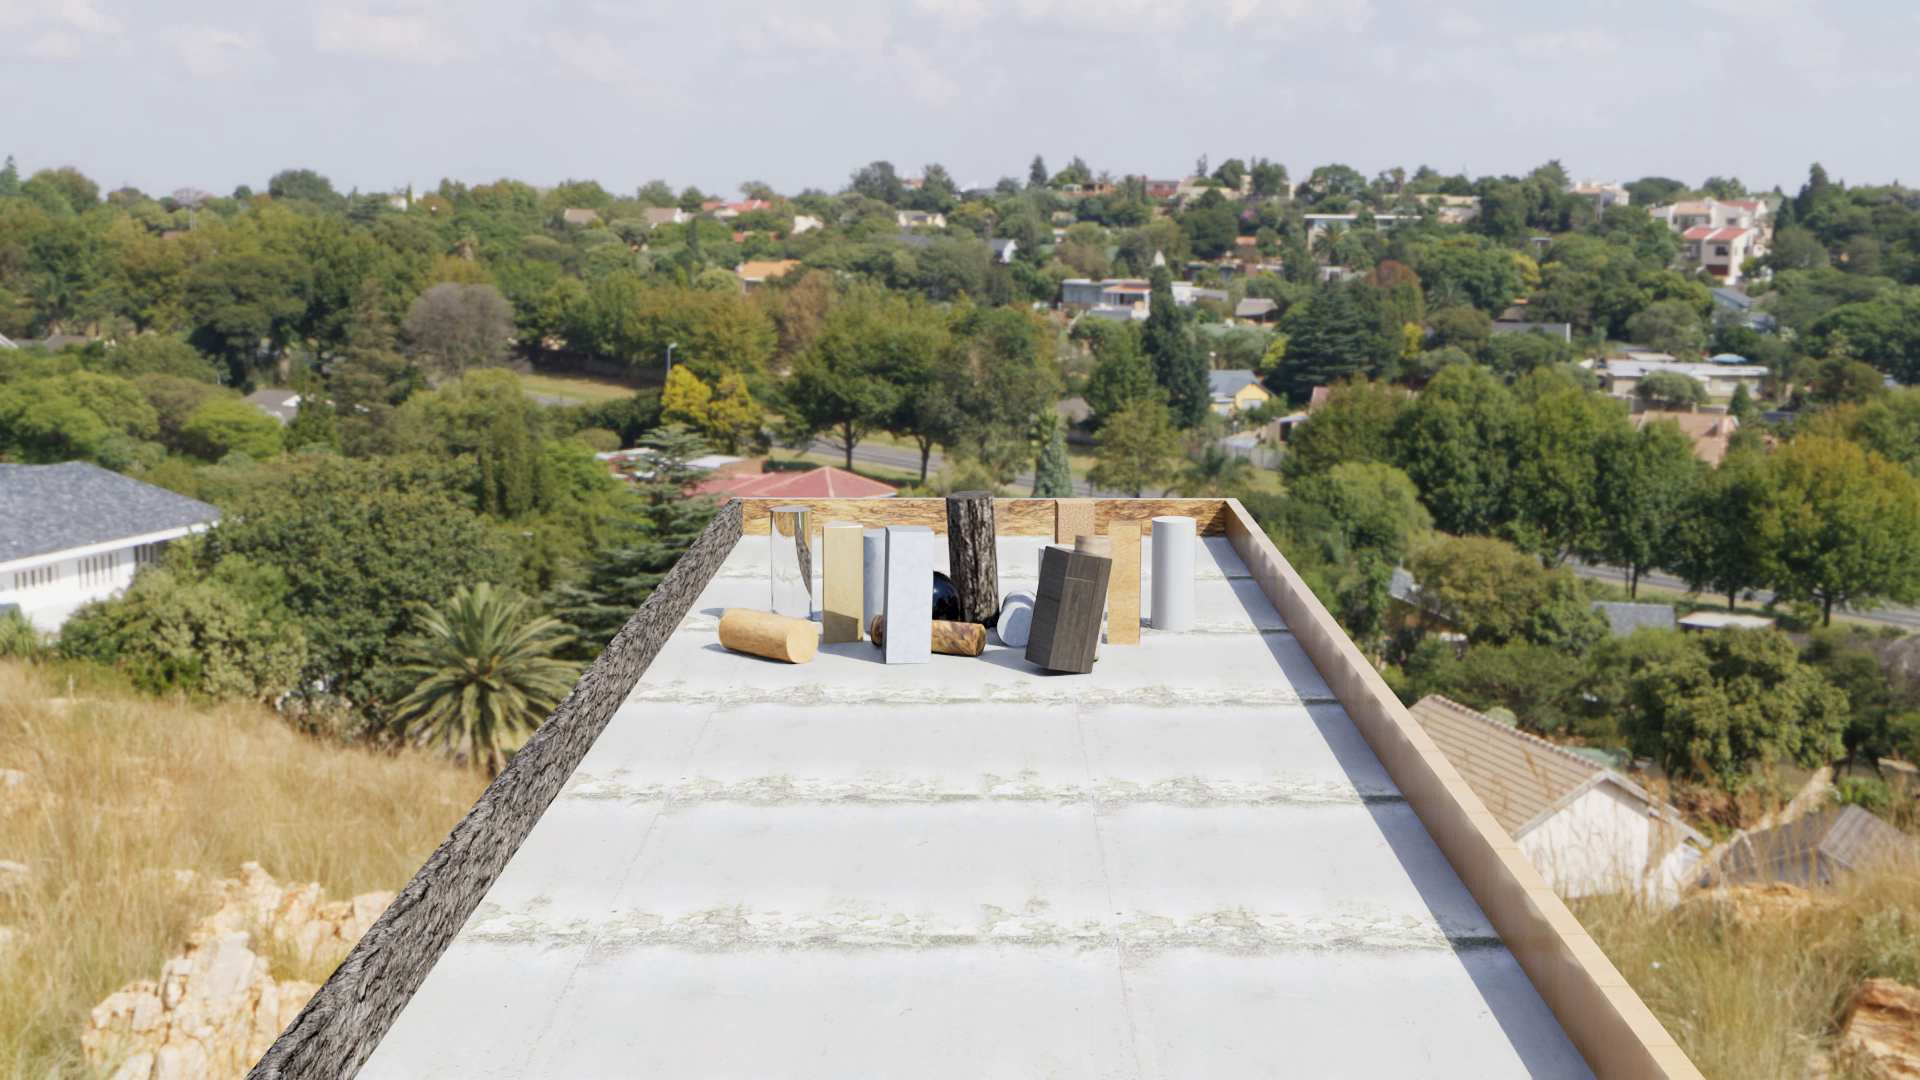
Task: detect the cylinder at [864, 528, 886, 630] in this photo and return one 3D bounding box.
[{"bbox_3d":[-0.252,0.130,7.201,0.174,0.310,0.174,0,9,0],"label":"cylinder"}]

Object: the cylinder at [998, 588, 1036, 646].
[{"bbox_3d":[0.190,0.247,7.050,0.125,0.125,0.335,1,9,4],"label":"cylinder"}]

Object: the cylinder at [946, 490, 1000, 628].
[{"bbox_3d":[0.043,0.065,7.193,0.156,0.431,0.156,-3,12,1],"label":"cylinder"}]

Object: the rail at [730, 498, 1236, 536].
[{"bbox_3d":[0.099,-0.098,9.147,2.100,0.150,0.050,0,9,1],"label":"rail"}]

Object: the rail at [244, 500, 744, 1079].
[{"bbox_3d":[-1.004,0.839,3.234,0.050,0.150,12.000,0,9,1],"label":"rail"}]

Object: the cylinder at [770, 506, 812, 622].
[{"bbox_3d":[-0.554,0.088,7.226,0.137,0.384,0.137,0,9,0],"label":"cylinder"}]

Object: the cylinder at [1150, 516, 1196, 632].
[{"bbox_3d":[0.696,0.109,7.186,0.145,0.356,0.145,0,9,0],"label":"cylinder"}]

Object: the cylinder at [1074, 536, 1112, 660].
[{"bbox_3d":[0.388,0.174,6.693,0.115,0.367,0.115,7,1,0],"label":"cylinder"}]

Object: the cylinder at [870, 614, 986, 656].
[{"bbox_3d":[-0.100,0.295,6.828,0.353,0.100,0.100,4,10,26],"label":"cylinder"}]

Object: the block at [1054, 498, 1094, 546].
[{"bbox_3d":[0.371,0.081,7.156,0.117,0.420,0.117,-1,9,-4],"label":"block"}]

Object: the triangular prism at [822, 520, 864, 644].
[{"bbox_3d":[-0.386,0.131,6.979,0.131,0.375,0.114,-3,10,-19],"label":"triangular prism"}]

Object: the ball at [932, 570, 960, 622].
[{"bbox_3d":[-0.109,0.204,7.008,0.224,0.224,0.224,0,9,0],"label":"ball"}]

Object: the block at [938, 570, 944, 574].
[{"bbox_3d":[-0.108,0.201,7.313,0.133,0.133,0.374,-1,9,-6],"label":"block"}]

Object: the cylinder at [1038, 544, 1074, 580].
[{"bbox_3d":[0.308,0.173,6.941,0.124,0.306,0.124,0,9,0],"label":"cylinder"}]

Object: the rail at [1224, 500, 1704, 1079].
[{"bbox_3d":[1.046,0.843,3.208,0.050,0.150,12.000,0,9,1],"label":"rail"}]

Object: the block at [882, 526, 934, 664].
[{"bbox_3d":[-0.159,0.164,6.675,0.133,0.401,0.133,1,9,-8],"label":"block"}]

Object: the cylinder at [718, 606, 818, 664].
[{"bbox_3d":[-0.589,0.291,6.744,0.301,0.135,0.135,8,12,41],"label":"cylinder"}]

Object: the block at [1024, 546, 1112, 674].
[{"bbox_3d":[0.322,0.206,6.531,0.148,0.346,0.148,8,4,-27],"label":"block"}]

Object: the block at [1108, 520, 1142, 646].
[{"bbox_3d":[0.519,0.135,6.946,0.100,0.379,0.100,1,9,7],"label":"block"}]
